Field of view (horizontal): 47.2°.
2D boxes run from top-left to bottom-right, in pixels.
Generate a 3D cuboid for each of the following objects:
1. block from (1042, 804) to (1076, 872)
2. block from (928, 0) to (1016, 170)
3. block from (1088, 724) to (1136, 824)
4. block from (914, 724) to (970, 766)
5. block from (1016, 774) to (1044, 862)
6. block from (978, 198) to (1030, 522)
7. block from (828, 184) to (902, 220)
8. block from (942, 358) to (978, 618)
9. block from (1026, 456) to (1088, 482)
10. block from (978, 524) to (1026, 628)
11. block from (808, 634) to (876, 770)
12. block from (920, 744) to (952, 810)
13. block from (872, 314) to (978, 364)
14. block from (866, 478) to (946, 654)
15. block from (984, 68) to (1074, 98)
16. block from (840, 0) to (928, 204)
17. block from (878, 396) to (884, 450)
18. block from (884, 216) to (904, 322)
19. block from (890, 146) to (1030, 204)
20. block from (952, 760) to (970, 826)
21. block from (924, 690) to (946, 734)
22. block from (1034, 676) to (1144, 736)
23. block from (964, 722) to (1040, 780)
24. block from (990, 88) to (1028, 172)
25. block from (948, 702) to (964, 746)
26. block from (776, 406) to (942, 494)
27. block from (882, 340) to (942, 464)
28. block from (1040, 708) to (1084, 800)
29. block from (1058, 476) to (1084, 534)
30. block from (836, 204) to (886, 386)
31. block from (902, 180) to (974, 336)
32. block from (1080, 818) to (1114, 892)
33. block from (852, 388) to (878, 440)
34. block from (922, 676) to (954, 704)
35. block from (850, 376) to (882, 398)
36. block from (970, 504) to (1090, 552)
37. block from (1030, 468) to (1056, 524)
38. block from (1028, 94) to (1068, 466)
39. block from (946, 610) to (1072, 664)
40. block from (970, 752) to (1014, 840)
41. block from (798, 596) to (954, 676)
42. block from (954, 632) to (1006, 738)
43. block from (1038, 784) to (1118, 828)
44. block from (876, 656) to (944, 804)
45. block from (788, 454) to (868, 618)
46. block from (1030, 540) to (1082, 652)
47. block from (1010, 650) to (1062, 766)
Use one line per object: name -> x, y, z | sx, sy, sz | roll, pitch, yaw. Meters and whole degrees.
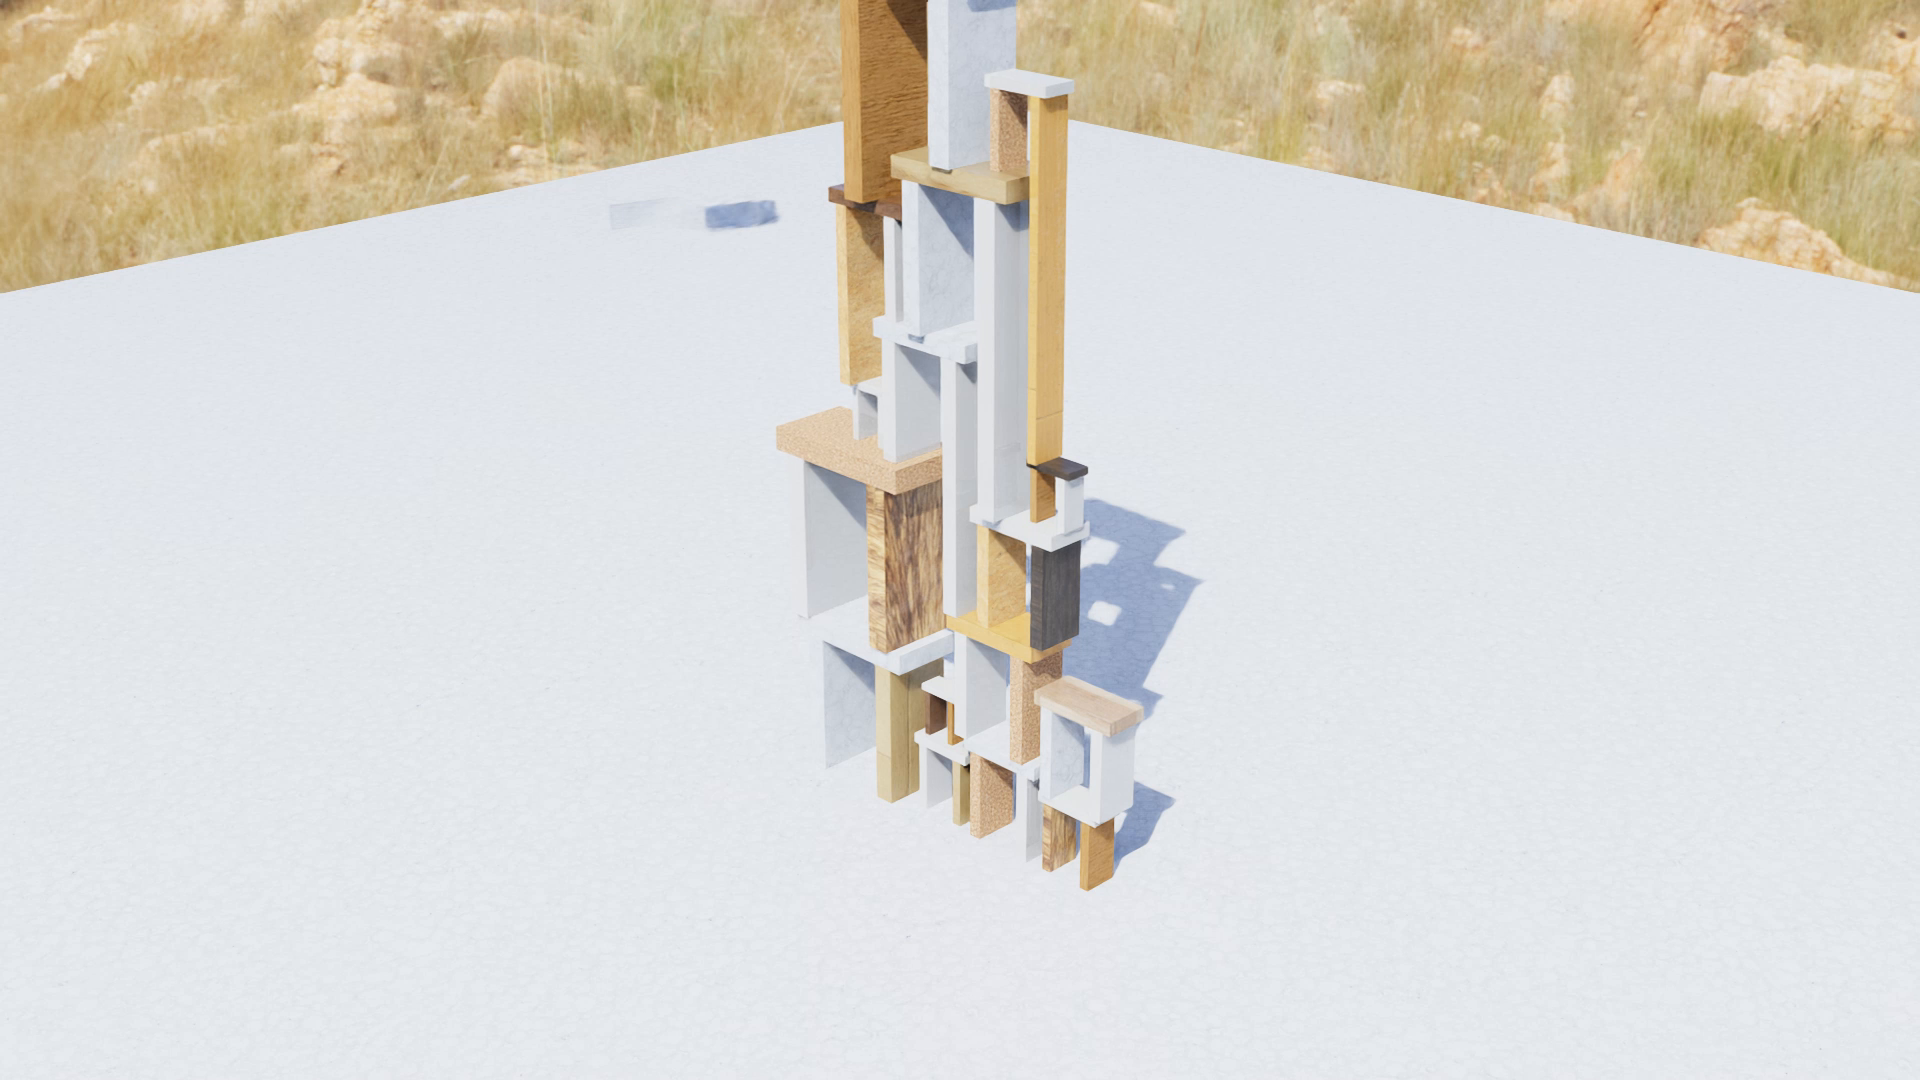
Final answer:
block -> 0.192, 0.562, 4.249 | 0.073, 0.146, 0.021 | -21, 31, -41
block -> 0.022, -0.830, 3.839 | 0.048, 0.337, 0.169 | 21, 31, 41
block -> 0.284, 0.424, 4.093 | 0.027, 0.189, 0.094 | 22, 31, 40
block -> -0.016, 0.407, 4.409 | 0.143, 0.020, 0.072 | 21, 31, 41
block -> 0.152, 0.525, 4.282 | 0.027, 0.188, 0.094 | 21, 31, 41
block -> 0.096, -0.333, 3.970 | 0.041, 0.600, 0.143 | 21, 31, 41
block -> -0.142, -0.638, 4.109 | 0.199, 0.028, 0.099 | 21, 31, 41
block -> 0.023, -0.109, 4.156 | 0.122, 0.515, 0.034 | -21, 31, -41
block -> 0.176, -0.133, 3.981 | 0.052, 0.015, 0.104 | -21, 31, -40
block -> 0.079, 0.055, 4.164 | 0.029, 0.207, 0.103 | 21, 31, 41
block -> -0.244, 0.317, 4.627 | 0.043, 0.302, 0.151 | 21, 31, 40
block -> -0.049, 0.469, 4.471 | 0.020, 0.143, 0.072 | 21, 31, 41
block -> -0.035, -0.384, 4.101 | 0.243, 0.034, 0.122 | 21, 31, 41
block -> -0.102, 0.034, 4.352 | 0.174, 0.347, 0.049 | -21, 31, -40
block -> 0.118, -0.781, 3.760 | 0.072, 0.020, 0.144 | -21, 31, -40
block -> -0.136, -0.847, 4.006 | 0.048, 0.437, 0.169 | 21, 31, 41
block -> -0.136, -0.234, 4.277 | 0.015, 0.106, 0.053 | 22, 31, 40
block -> -0.095, -0.514, 4.110 | 0.099, 0.199, 0.028 | -22, 31, -40
block -> 0.028, -0.653, 3.906 | 0.286, 0.041, 0.143 | 21, 31, 41
block -> 0.018, 0.496, 4.409 | 0.020, 0.143, 0.072 | 21, 31, 41
block -> -0.048, 0.340, 4.419 | 0.014, 0.095, 0.048 | 21, 31, 41
block -> 0.239, 0.307, 4.092 | 0.094, 0.027, 0.189 | -21, 31, -41
block -> 0.107, 0.409, 4.281 | 0.188, 0.027, 0.094 | 21, 31, 41
block -> 0.085, -0.719, 3.824 | 0.020, 0.144, 0.072 | 21, 31, 41
block -> -0.003, 0.358, 4.378 | 0.014, 0.095, 0.048 | 21, 31, 41
block -> -0.184, -0.180, 4.350 | 0.347, 0.049, 0.174 | 21, 31, 41
block -> -0.092, -0.279, 4.208 | 0.121, 0.243, 0.034 | -21, 31, -41
block -> 0.195, 0.389, 4.175 | 0.095, 0.189, 0.027 | -21, 31, -41
block -> 0.201, -0.068, 3.980 | 0.015, 0.104, 0.052 | 21, 31, 41
block -> -0.189, -0.479, 4.226 | 0.028, 0.355, 0.099 | 21, 31, 41
block -> -0.039, -0.529, 4.032 | 0.143, 0.286, 0.041 | -22, 31, -40
block -> 0.261, 0.589, 4.185 | 0.021, 0.146, 0.073 | 21, 31, 41
block -> -0.186, -0.254, 4.323 | 0.015, 0.106, 0.053 | 21, 31, 41
block -> -0.026, 0.299, 4.377 | 0.095, 0.014, 0.048 | 21, 31, 41
block -> -0.161, -0.300, 4.277 | 0.106, 0.015, 0.053 | 21, 31, 40
block -> 0.128, -0.035, 4.073 | 0.207, 0.029, 0.103 | 21, 31, 41
block -> 0.152, -0.088, 4.026 | 0.015, 0.104, 0.052 | 21, 31, 41
block -> 0.153, -0.453, 3.864 | 0.072, 0.665, 0.020 | -21, 31, -40
block -> 0.093, 0.170, 4.199 | 0.223, 0.032, 0.112 | 21, 31, 41
block -> 0.063, 0.491, 4.364 | 0.027, 0.188, 0.094 | 21, 31, 41
block -> -0.173, 0.186, 4.494 | 0.151, 0.043, 0.302 | -21, 31, -40
block -> 0.040, 0.267, 4.297 | 0.032, 0.223, 0.112 | 21, 31, 41
block -> 0.227, 0.499, 4.185 | 0.073, 0.021, 0.146 | -21, 31, -41
block -> -0.101, 0.372, 4.495 | 0.043, 0.302, 0.151 | 21, 31, 41
block -> -0.267, -0.030, 4.503 | 0.174, 0.347, 0.049 | -21, 31, -40
block -> 0.177, 0.093, 4.074 | 0.029, 0.207, 0.103 | 21, 31, 41
block -> 0.146, 0.308, 4.200 | 0.032, 0.223, 0.112 | 21, 31, 41
